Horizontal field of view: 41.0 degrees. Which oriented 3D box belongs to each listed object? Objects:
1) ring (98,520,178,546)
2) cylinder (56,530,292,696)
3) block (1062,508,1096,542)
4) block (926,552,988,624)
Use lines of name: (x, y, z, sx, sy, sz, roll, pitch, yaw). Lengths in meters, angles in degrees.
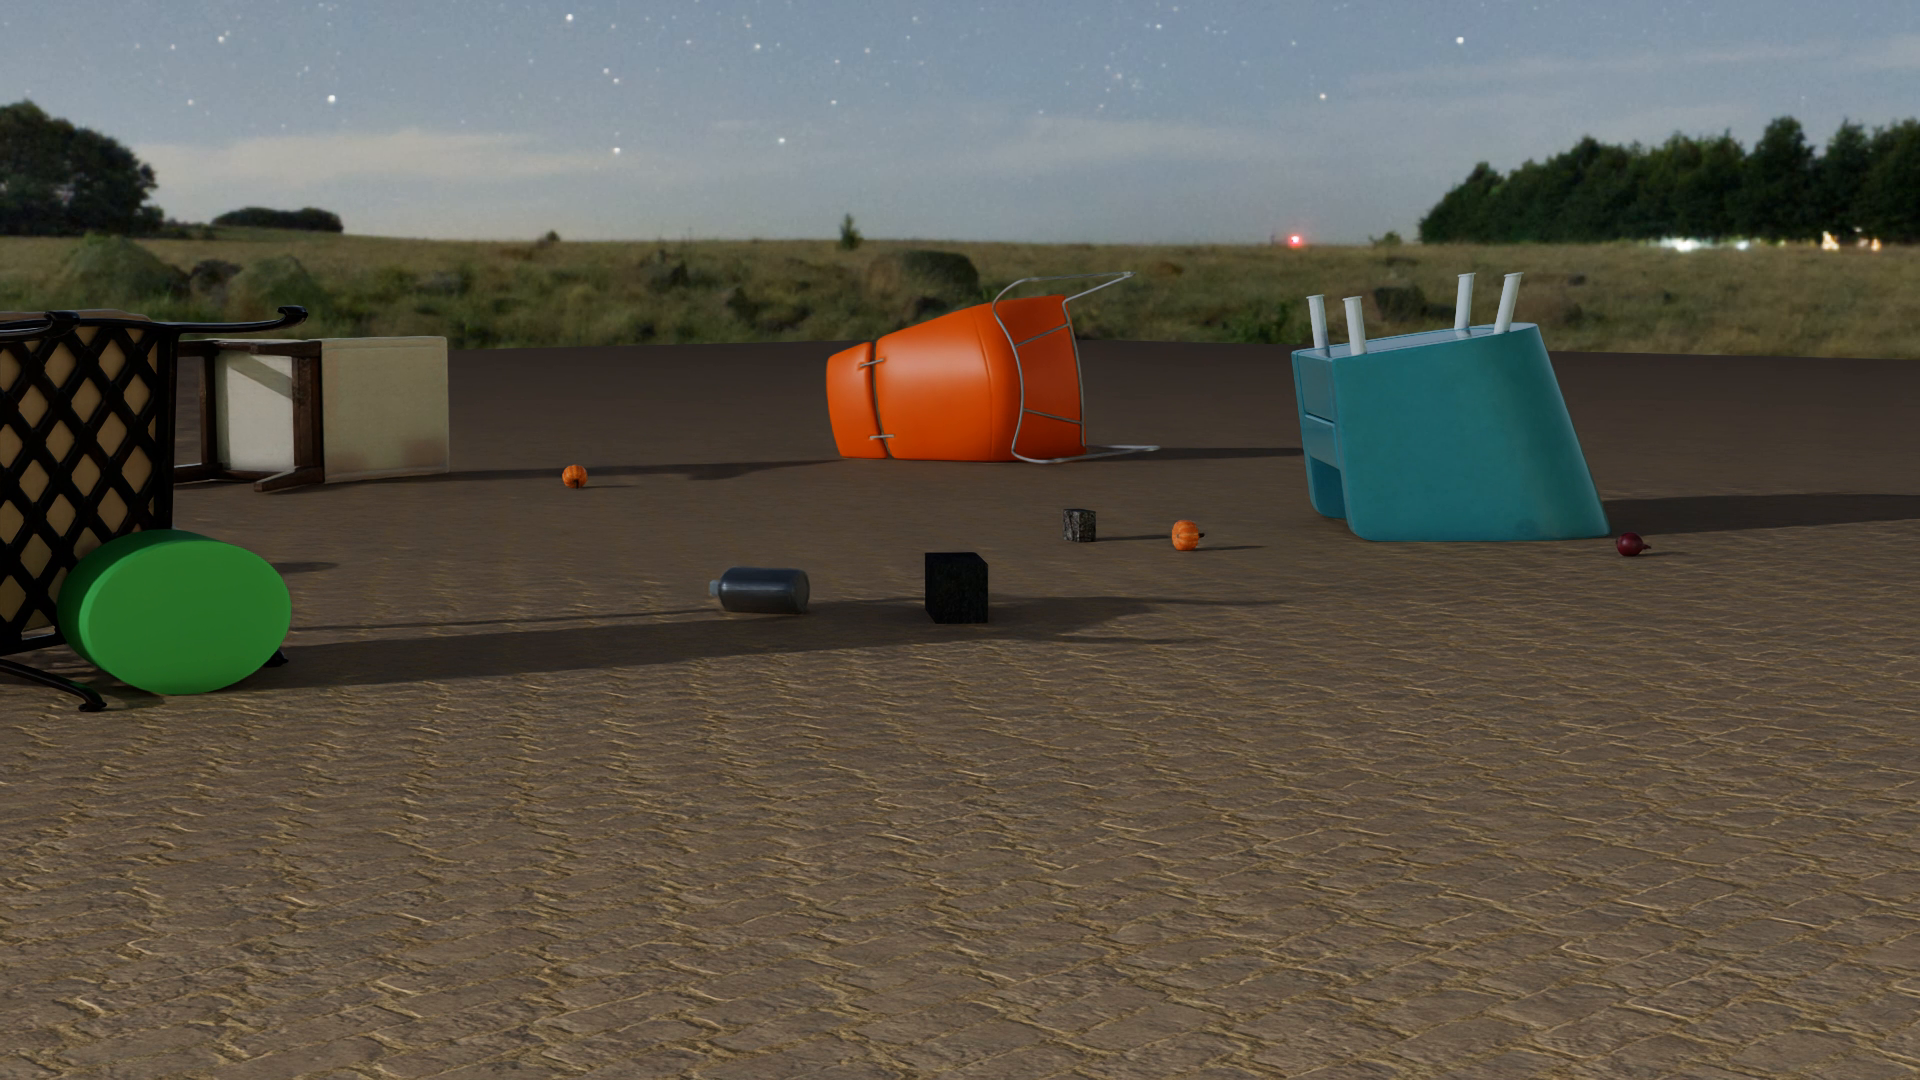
ring: (-1.805, 0.023, 5.647, 0.159, 0.114, 0.295, -1, 7, 4)
cylinder: (-1.267, 0.113, 4.132, 0.318, 0.243, 0.222, -9, 9, -30)
block: (0.297, -0.036, 6.390, 0.047, 0.076, 0.086, -3, 6, -25)
block: (-0.008, 0.092, 4.974, 0.100, 0.113, 0.218, -1, 6, -6)
